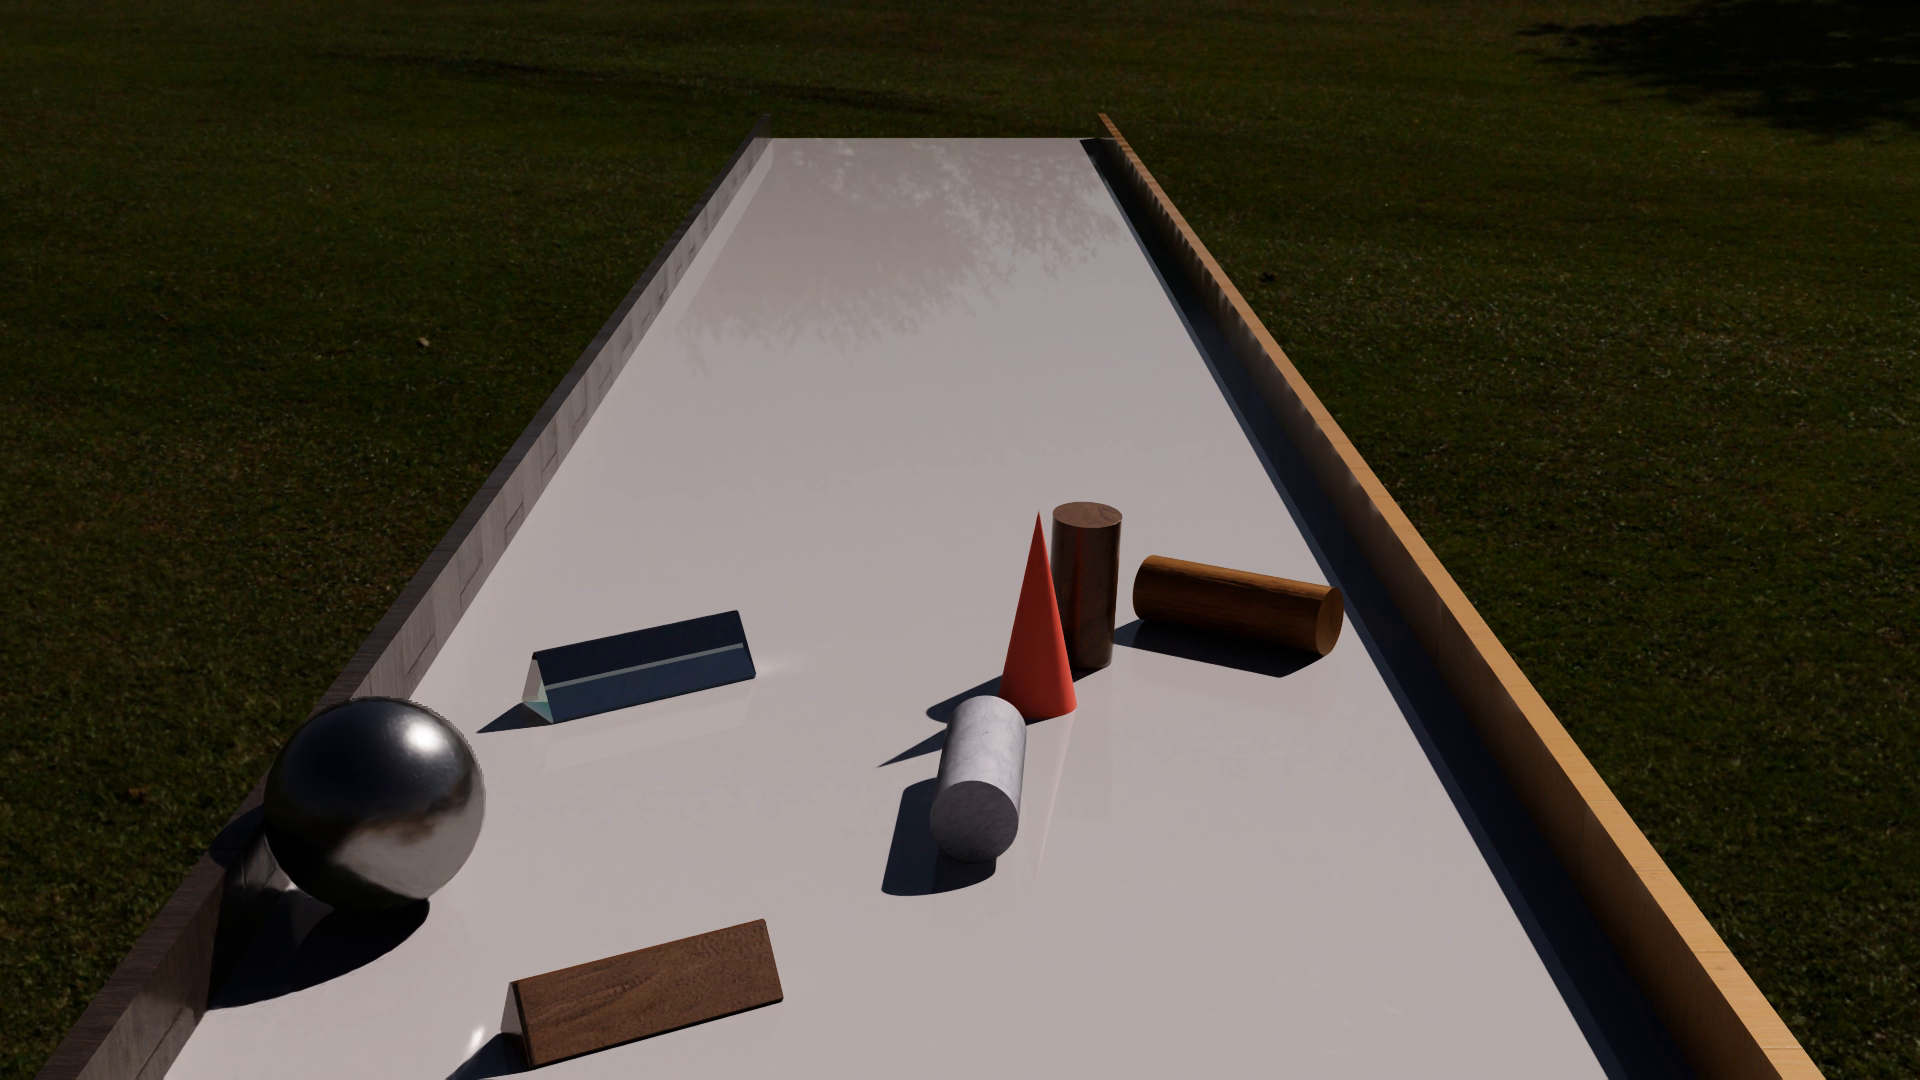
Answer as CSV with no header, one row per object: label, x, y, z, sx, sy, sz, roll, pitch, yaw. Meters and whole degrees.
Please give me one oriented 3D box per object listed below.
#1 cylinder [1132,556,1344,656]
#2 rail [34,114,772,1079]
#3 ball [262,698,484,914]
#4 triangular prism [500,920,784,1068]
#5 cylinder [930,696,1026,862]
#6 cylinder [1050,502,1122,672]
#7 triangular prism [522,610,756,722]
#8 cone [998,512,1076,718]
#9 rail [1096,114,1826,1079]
cylinder,0.572,0.132,4.538,0.414,0.139,0.139,10,20,31
rail,-1.118,-0.838,7.780,0.050,0.150,12.000,0,17,-1
ball,-0.883,0.399,3.316,0.323,0.323,0.323,0,17,0
triangular prism,-0.434,0.606,3.009,0.370,0.098,0.114,-10,19,-29
cylinder,0.034,0.392,3.658,0.141,0.141,0.379,1,17,3
cylinder,0.243,0.092,4.354,0.137,0.307,0.137,2,23,-1
triangular prism,-0.617,0.230,4.234,0.434,0.118,0.137,-11,20,-34
cone,0.146,0.128,4.124,0.154,0.383,0.154,0,17,0
rail,0.932,-0.844,7.801,0.050,0.150,12.000,0,17,-1
